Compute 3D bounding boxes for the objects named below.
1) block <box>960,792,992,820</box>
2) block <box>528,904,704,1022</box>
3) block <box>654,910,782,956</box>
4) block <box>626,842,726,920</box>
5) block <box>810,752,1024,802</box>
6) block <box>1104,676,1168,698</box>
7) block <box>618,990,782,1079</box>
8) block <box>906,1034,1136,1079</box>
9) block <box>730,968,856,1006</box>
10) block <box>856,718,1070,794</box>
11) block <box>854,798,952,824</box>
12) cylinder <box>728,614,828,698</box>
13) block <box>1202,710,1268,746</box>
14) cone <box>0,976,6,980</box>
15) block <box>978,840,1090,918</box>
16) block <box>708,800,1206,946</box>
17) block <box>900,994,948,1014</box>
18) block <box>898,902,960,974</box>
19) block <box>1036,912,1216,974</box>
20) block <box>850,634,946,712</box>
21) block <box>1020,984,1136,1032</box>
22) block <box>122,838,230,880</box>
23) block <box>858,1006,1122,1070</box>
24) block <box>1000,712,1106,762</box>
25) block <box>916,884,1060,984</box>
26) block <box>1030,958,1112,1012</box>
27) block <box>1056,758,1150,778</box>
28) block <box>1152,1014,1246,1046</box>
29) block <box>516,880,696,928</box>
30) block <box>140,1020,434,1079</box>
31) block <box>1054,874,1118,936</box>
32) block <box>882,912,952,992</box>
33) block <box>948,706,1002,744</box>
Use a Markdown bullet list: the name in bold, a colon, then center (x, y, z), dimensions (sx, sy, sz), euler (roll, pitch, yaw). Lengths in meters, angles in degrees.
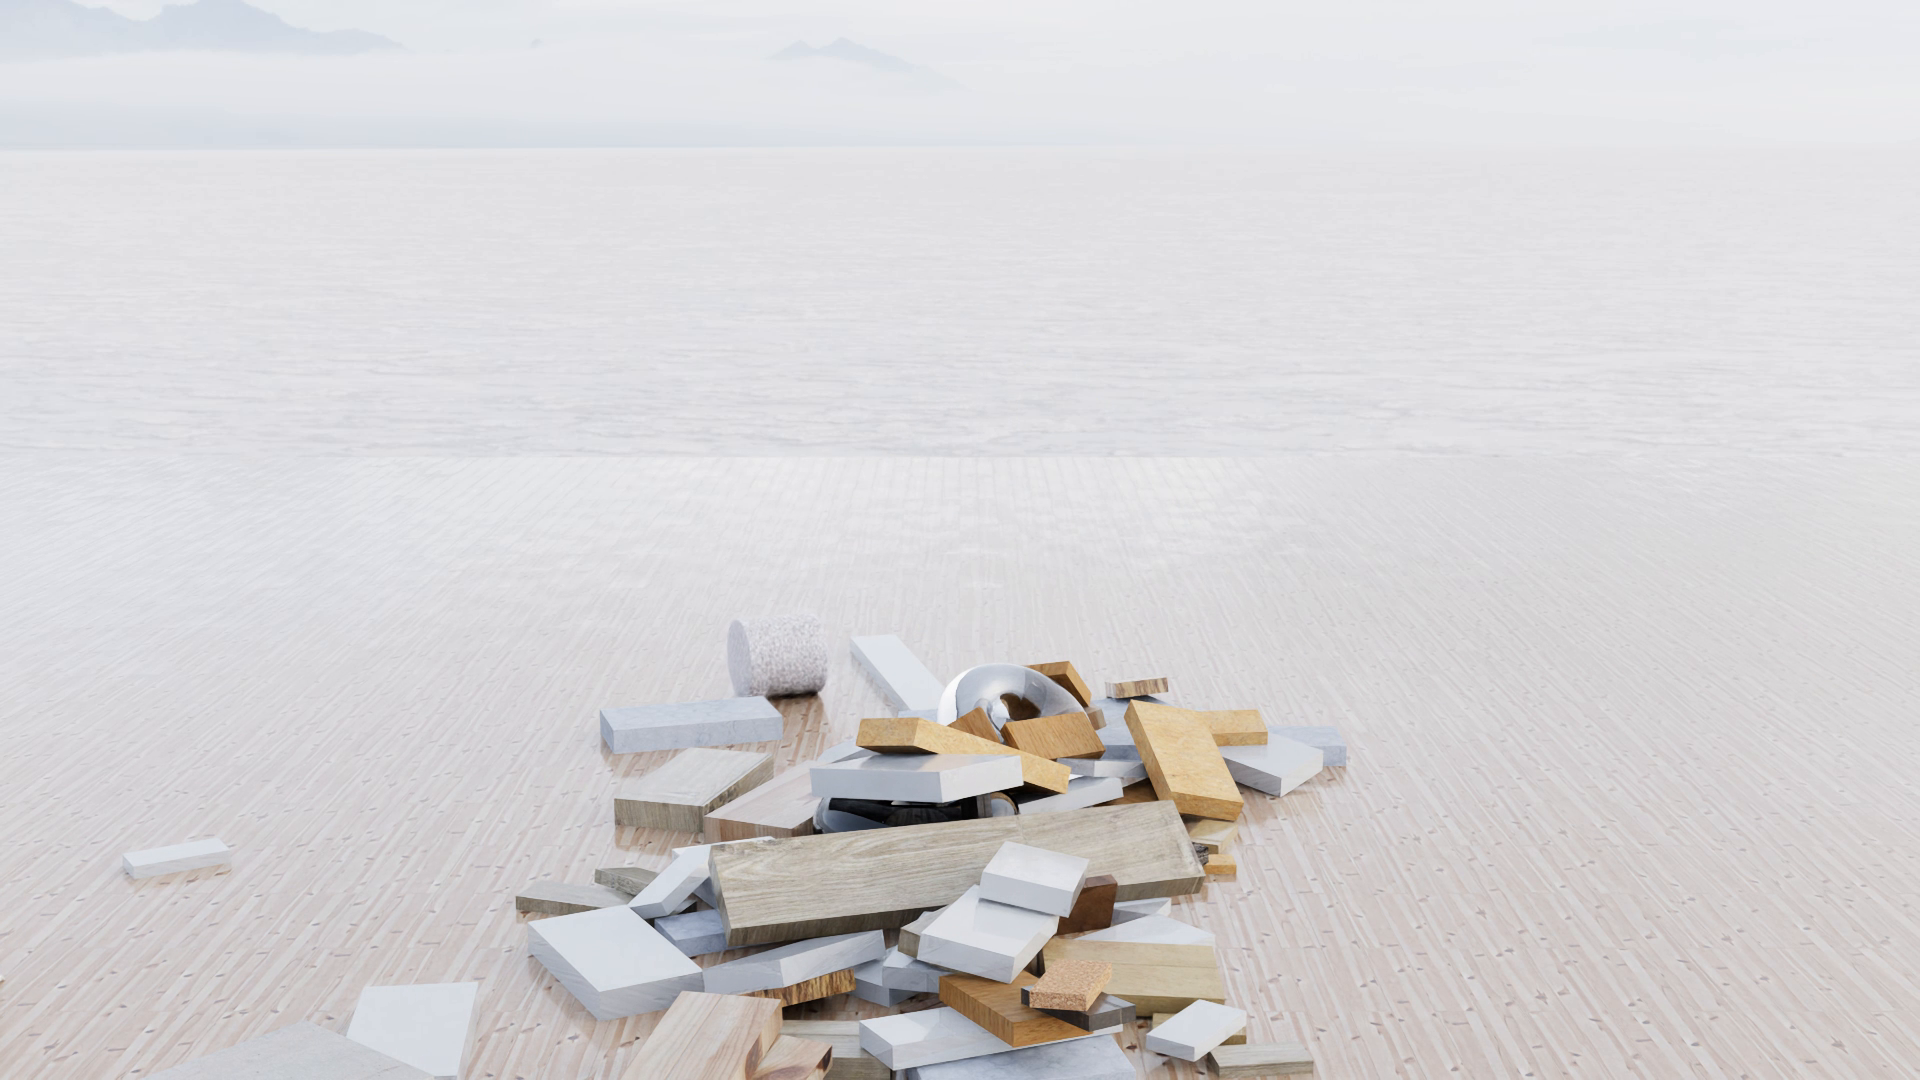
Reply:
- **block**: center (0.033, 0.501, 3.639), dimensions (0.024, 0.172, 0.086), euler (-7, 1, -19)
- **block**: center (-0.522, 0.633, 3.312), dimensions (0.161, 0.046, 0.322), euler (-6, 12, -29)
- **block**: center (-0.297, 0.606, 3.500), dimensions (0.360, 0.030, 0.105), euler (-5, 12, -25)
- **block**: center (-0.453, 0.548, 3.532), dimensions (0.088, 0.025, 0.176), euler (-16, 17, 38)
- **block**: center (-0.077, 0.400, 3.722), dimensions (0.176, 0.050, 0.352), euler (-7, 1, -40)
- **block**: center (0.387, 0.323, 4.843), dimensions (0.113, 0.032, 0.226), euler (-7, -3, -2)
- **block**: center (-0.382, 0.726, 2.640), dimensions (0.140, 0.040, 0.686), euler (2, 17, 12)
- **block**: center (0.079, 0.708, 2.924), dimensions (0.280, 0.040, 0.140), euler (-2, 11, -12)
- **block**: center (-0.265, 0.650, 3.148), dimensions (0.210, 0.030, 0.105), euler (-5, -8, -38)
- **block**: center (0.008, 0.389, 3.946), dimensions (0.352, 0.050, 0.176), euler (21, -17, -34)
- **block**: center (-0.102, 0.475, 4.044), dimensions (0.175, 0.088, 0.025), euler (-3, 39, -17)
- **cylinder**: center (-0.411, 0.262, 4.945), dimensions (0.179, 0.179, 0.179), euler (-4, 11, -23)
- **block**: center (0.499, 0.373, 4.347), dimensions (0.201, 0.028, 0.100), euler (-2, 22, -4)
- **cone**: center (-1.545, 0.607, 3.232), dimensions (0.283, 0.283, 0.283), euler (25, -1, -27)
- **block**: center (0.115, 0.512, 3.339), dimensions (0.136, 0.039, 0.272), euler (12, 3, 8)
- **block**: center (0.002, 0.526, 3.504), dimensions (0.786, 0.046, 0.161), euler (-3, 44, -19)
- **block**: center (0.025, 0.672, 3.148), dimensions (0.103, 0.029, 0.206), euler (10, 15, 44)
- **block**: center (0.031, 0.581, 3.273), dimensions (0.127, 0.036, 0.255), euler (16, 14, 29)
- **block**: center (0.254, 0.631, 3.351), dimensions (0.255, 0.036, 0.127), euler (-9, 14, -39)
- **block**: center (-0.113, 0.329, 4.988), dimensions (0.113, 0.032, 0.881), euler (-2, 11, -13)
- **block**: center (0.154, 0.607, 2.879), dimensions (0.075, 0.021, 0.150), euler (-5, 7, -33)
- **block**: center (-1.358, 0.552, 3.813), dimensions (0.162, 0.023, 0.081), euler (-7, 13, -33)
- **block**: center (0.043, 0.660, 2.986), dimensions (0.341, 0.033, 0.117), euler (-4, 6, -24)
- **block**: center (0.177, 0.381, 4.173), dimensions (0.189, 0.027, 0.095), euler (-5, 51, -35)
- **block**: center (0.045, 0.562, 3.153), dimensions (0.136, 0.039, 0.272), euler (12, 9, 15)
- **block**: center (0.147, 0.585, 2.895), dimensions (0.075, 0.021, 0.150), euler (0, 6, 16)
- **block**: center (0.290, 0.431, 4.153), dimensions (0.201, 0.028, 0.100), euler (6, -5, -41)
- **block**: center (0.336, 0.688, 3.088), dimensions (0.131, 0.018, 0.065), euler (1, 11, 6)
- **block**: center (-0.577, 0.595, 3.582), dimensions (0.288, 0.023, 0.081), euler (4, 11, 20)
- **block**: center (-0.741, 0.704, 2.403), dimensions (0.239, 0.239, 0.239), euler (9, 14, 39)
- **block**: center (0.161, 0.581, 3.472), dimensions (0.172, 0.086, 0.024), euler (-4, 28, -23)
- **block**: center (-0.028, 0.615, 3.284), dimensions (0.117, 0.033, 0.234), euler (3, 11, 14)
- **block**: center (-0.020, 0.402, 4.128), dimensions (0.189, 0.095, 0.027), euler (-31, -19, 7)
